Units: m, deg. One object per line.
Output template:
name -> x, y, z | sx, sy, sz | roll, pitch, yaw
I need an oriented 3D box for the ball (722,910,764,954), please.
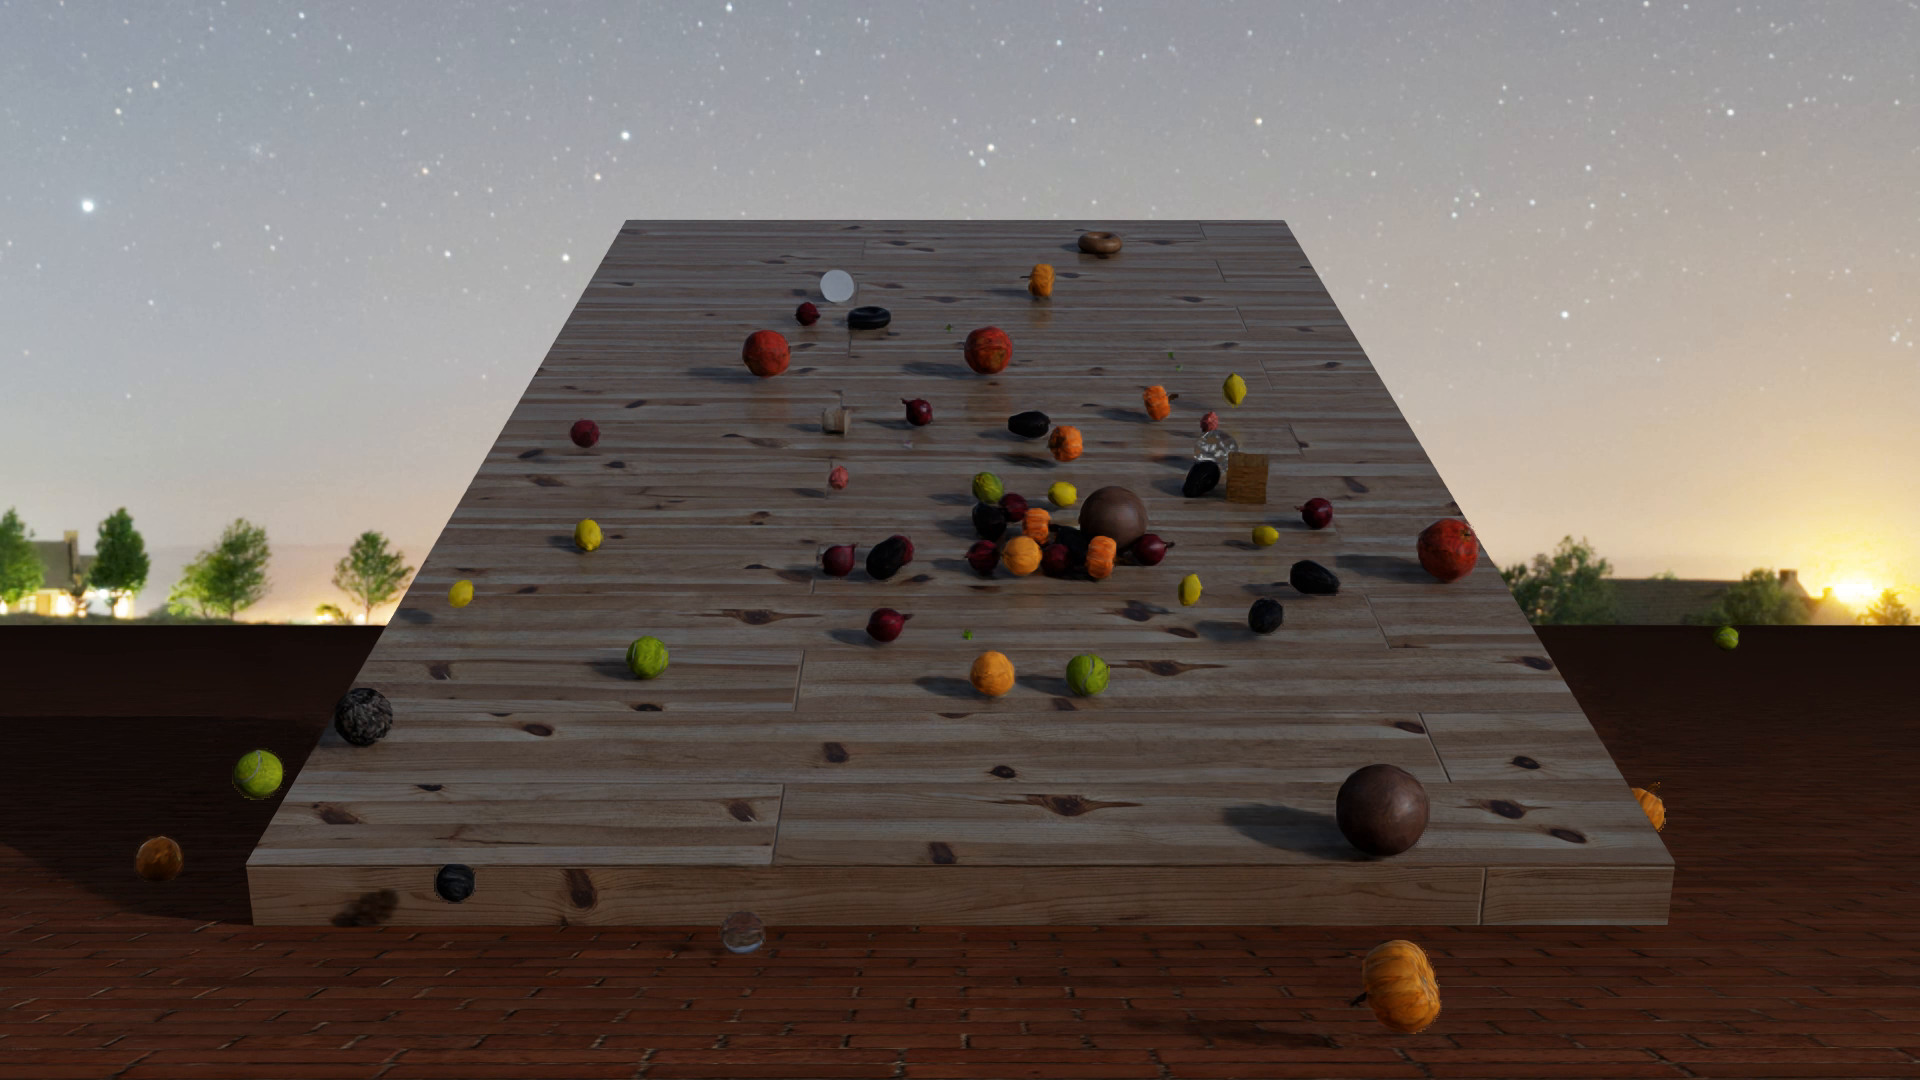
ball -> -0.280, 0.508, 2.946 | 0.056, 0.056, 0.056 | 0, -2, 0

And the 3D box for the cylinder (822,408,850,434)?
cylinder -> -0.271, -0.262, 4.985 | 0.051, 0.051, 0.051 | 8, 0, 13

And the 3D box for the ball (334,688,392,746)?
ball -> -0.924, 0.273, 3.528 | 0.089, 0.089, 0.089 | 0, -2, 0

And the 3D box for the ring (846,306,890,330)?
ring -> -0.233, -0.566, 5.805 | 0.115, 0.038, 0.115 | -1, 22, 0

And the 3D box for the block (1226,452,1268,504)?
block -> 0.579, -0.125, 4.593 | 0.080, 0.080, 0.080 | 3, 21, 7

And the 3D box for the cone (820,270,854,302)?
cone -> -0.334, -0.665, 6.062 | 0.089, 0.089, 0.089 | 0, -6, -13

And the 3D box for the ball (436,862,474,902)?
ball -> -0.685, 0.465, 3.095 | 0.052, 0.052, 0.052 | 0, -2, 0

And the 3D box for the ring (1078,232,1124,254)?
ring -> 0.404, -0.856, 6.561 | 0.131, 0.044, 0.131 | 1, 22, 0

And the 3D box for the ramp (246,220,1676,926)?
ramp -> -0.006, -0.214, 5.076 | 2.000, 0.100, 4.000 | 0, 21, 0
